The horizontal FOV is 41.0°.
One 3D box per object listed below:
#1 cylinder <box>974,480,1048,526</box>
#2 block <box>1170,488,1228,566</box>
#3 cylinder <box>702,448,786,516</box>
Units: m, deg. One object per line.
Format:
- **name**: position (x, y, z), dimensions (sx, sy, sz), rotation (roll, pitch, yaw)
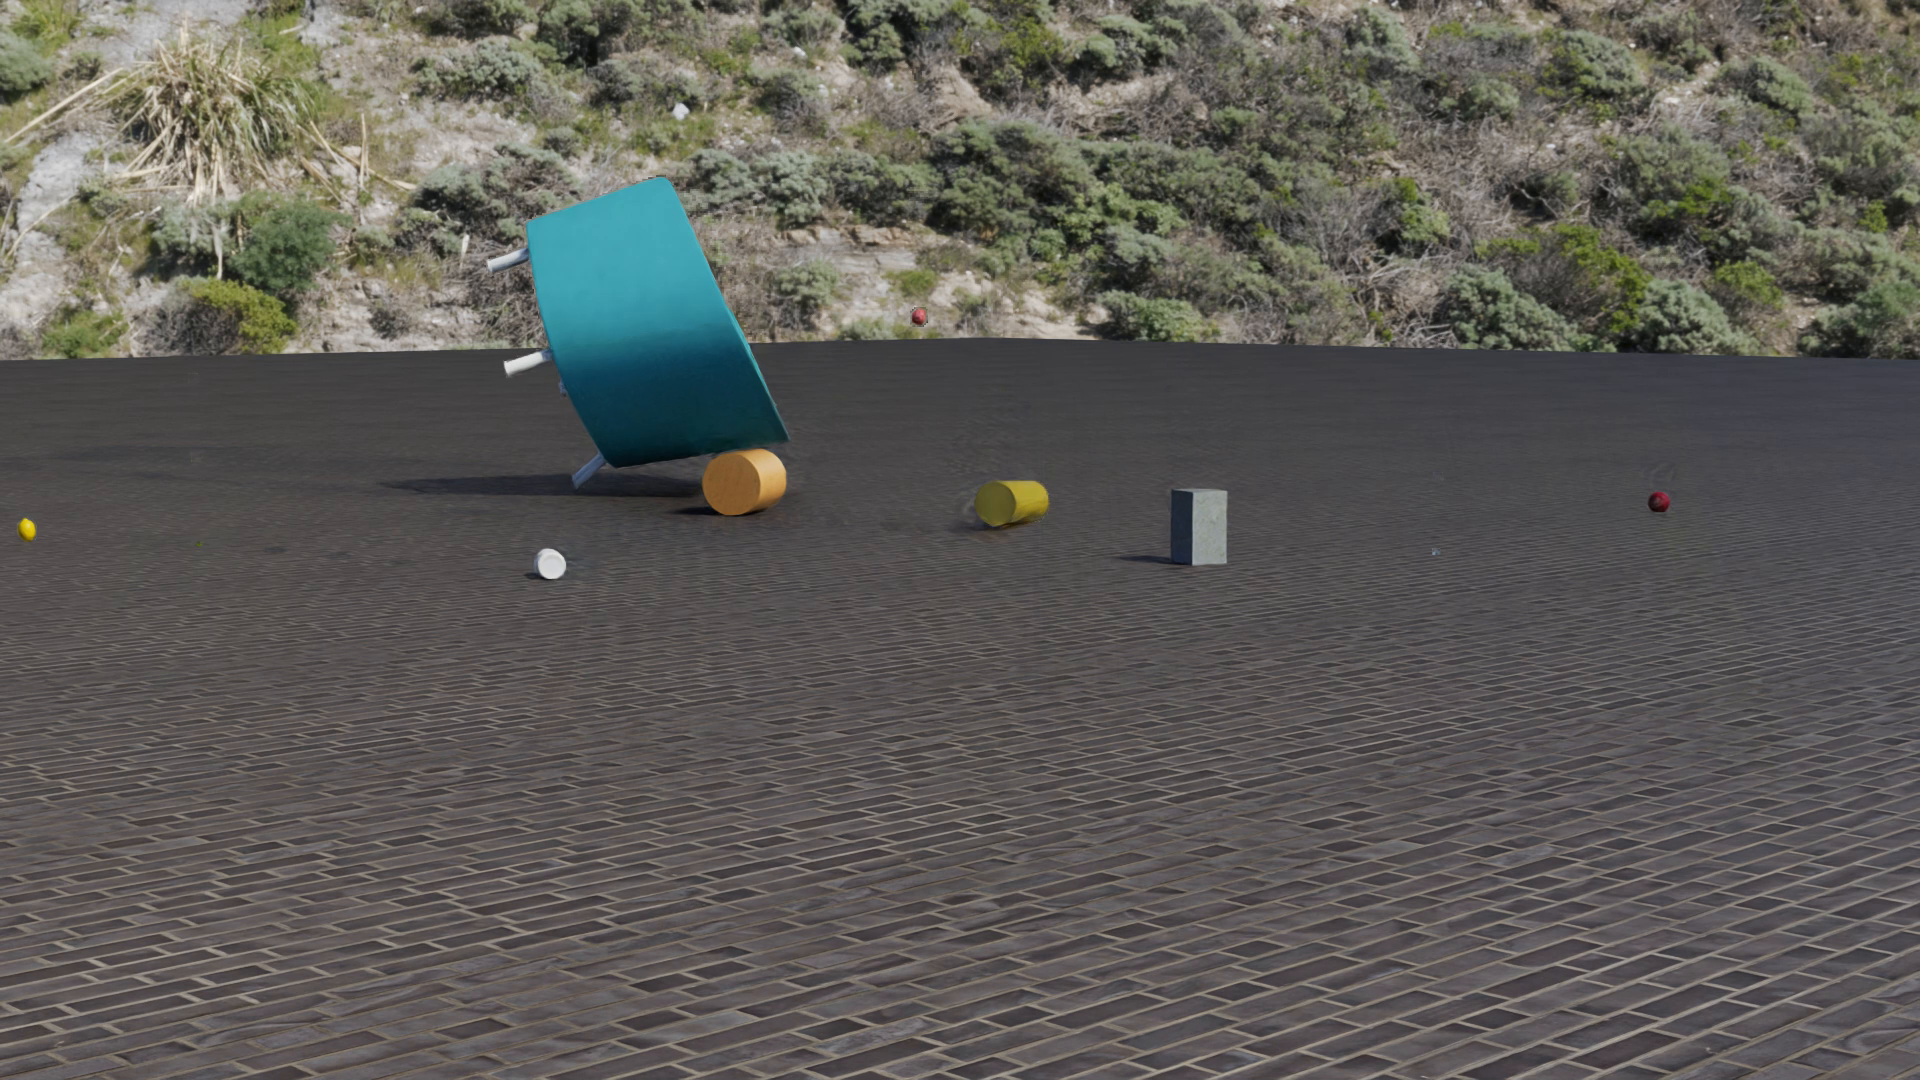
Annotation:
- **cylinder**: position (0.136, -0.098, 6.733), dimensions (0.113, 0.116, 0.256), rotation (-38, -11, 18)
- **block**: position (0.549, -0.031, 5.895), dimensions (0.093, 0.168, 0.092), rotation (-3, 7, -27)
- **cylinder**: position (-0.598, -0.162, 7.134), dimensions (0.172, 0.173, 0.198), rotation (24, 12, 14)
